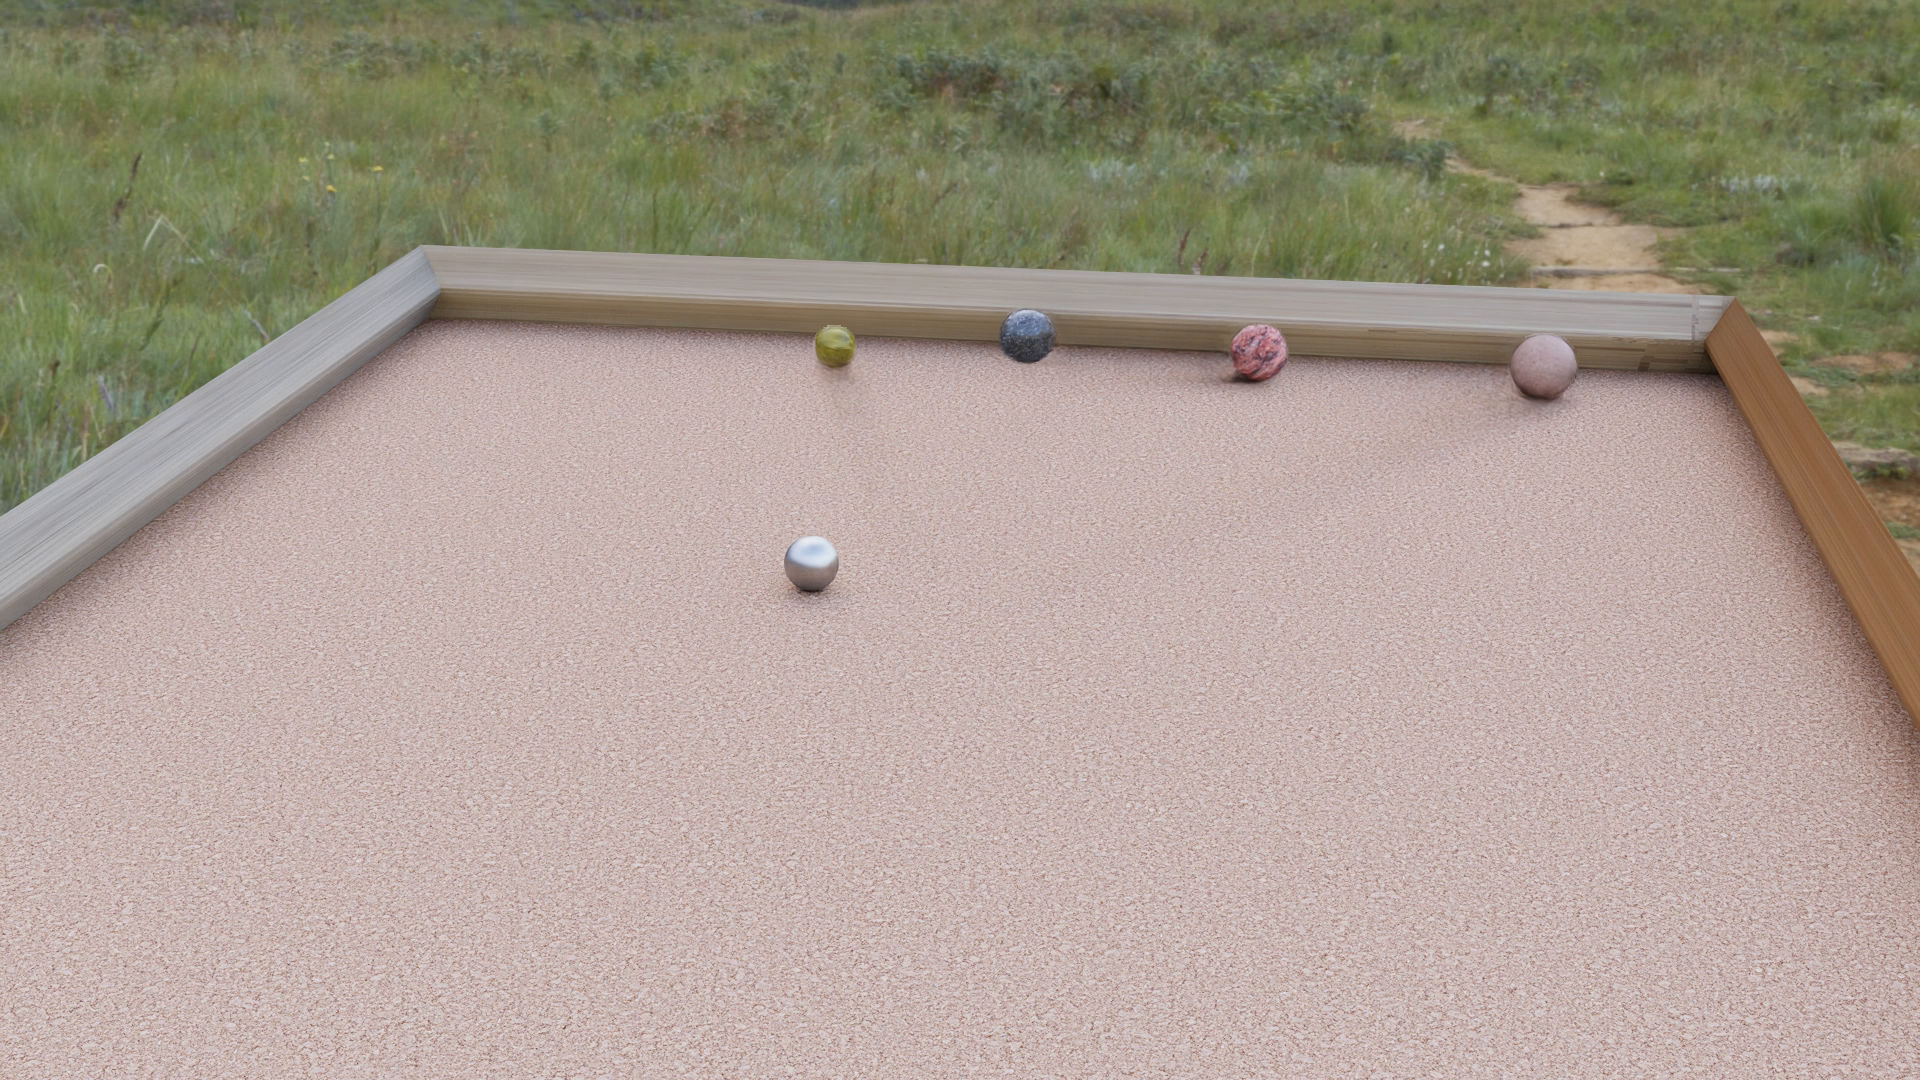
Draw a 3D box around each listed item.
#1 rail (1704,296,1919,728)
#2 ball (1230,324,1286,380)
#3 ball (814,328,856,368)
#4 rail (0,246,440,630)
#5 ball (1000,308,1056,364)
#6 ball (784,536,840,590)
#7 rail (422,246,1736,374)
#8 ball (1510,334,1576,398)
[{"bbox_3d":[0.812,0.360,1.513,0.045,0.115,3.567,3,22,8],"label":"rail"},{"bbox_3d":[0.425,-0.267,3.132,0.081,0.081,0.081,0,22,0],"label":"ball"},{"bbox_3d":[-0.182,-0.279,3.190,0.059,0.059,0.059,0,22,0],"label":"ball"},{"bbox_3d":[-1.082,0.252,1.783,0.045,0.115,3.567,3,22,8],"label":"rail"},{"bbox_3d":[0.099,-0.298,3.210,0.080,0.080,0.080,0,22,0],"label":"ball"},{"bbox_3d":[-0.164,0.025,2.426,0.061,0.061,0.061,0,22,0],"label":"ball"},{"bbox_3d":[0.132,-0.339,3.263,1.963,0.115,0.045,3,22,8],"label":"rail"},{"bbox_3d":[0.811,-0.241,3.056,0.089,0.089,0.089,0,22,0],"label":"ball"}]
